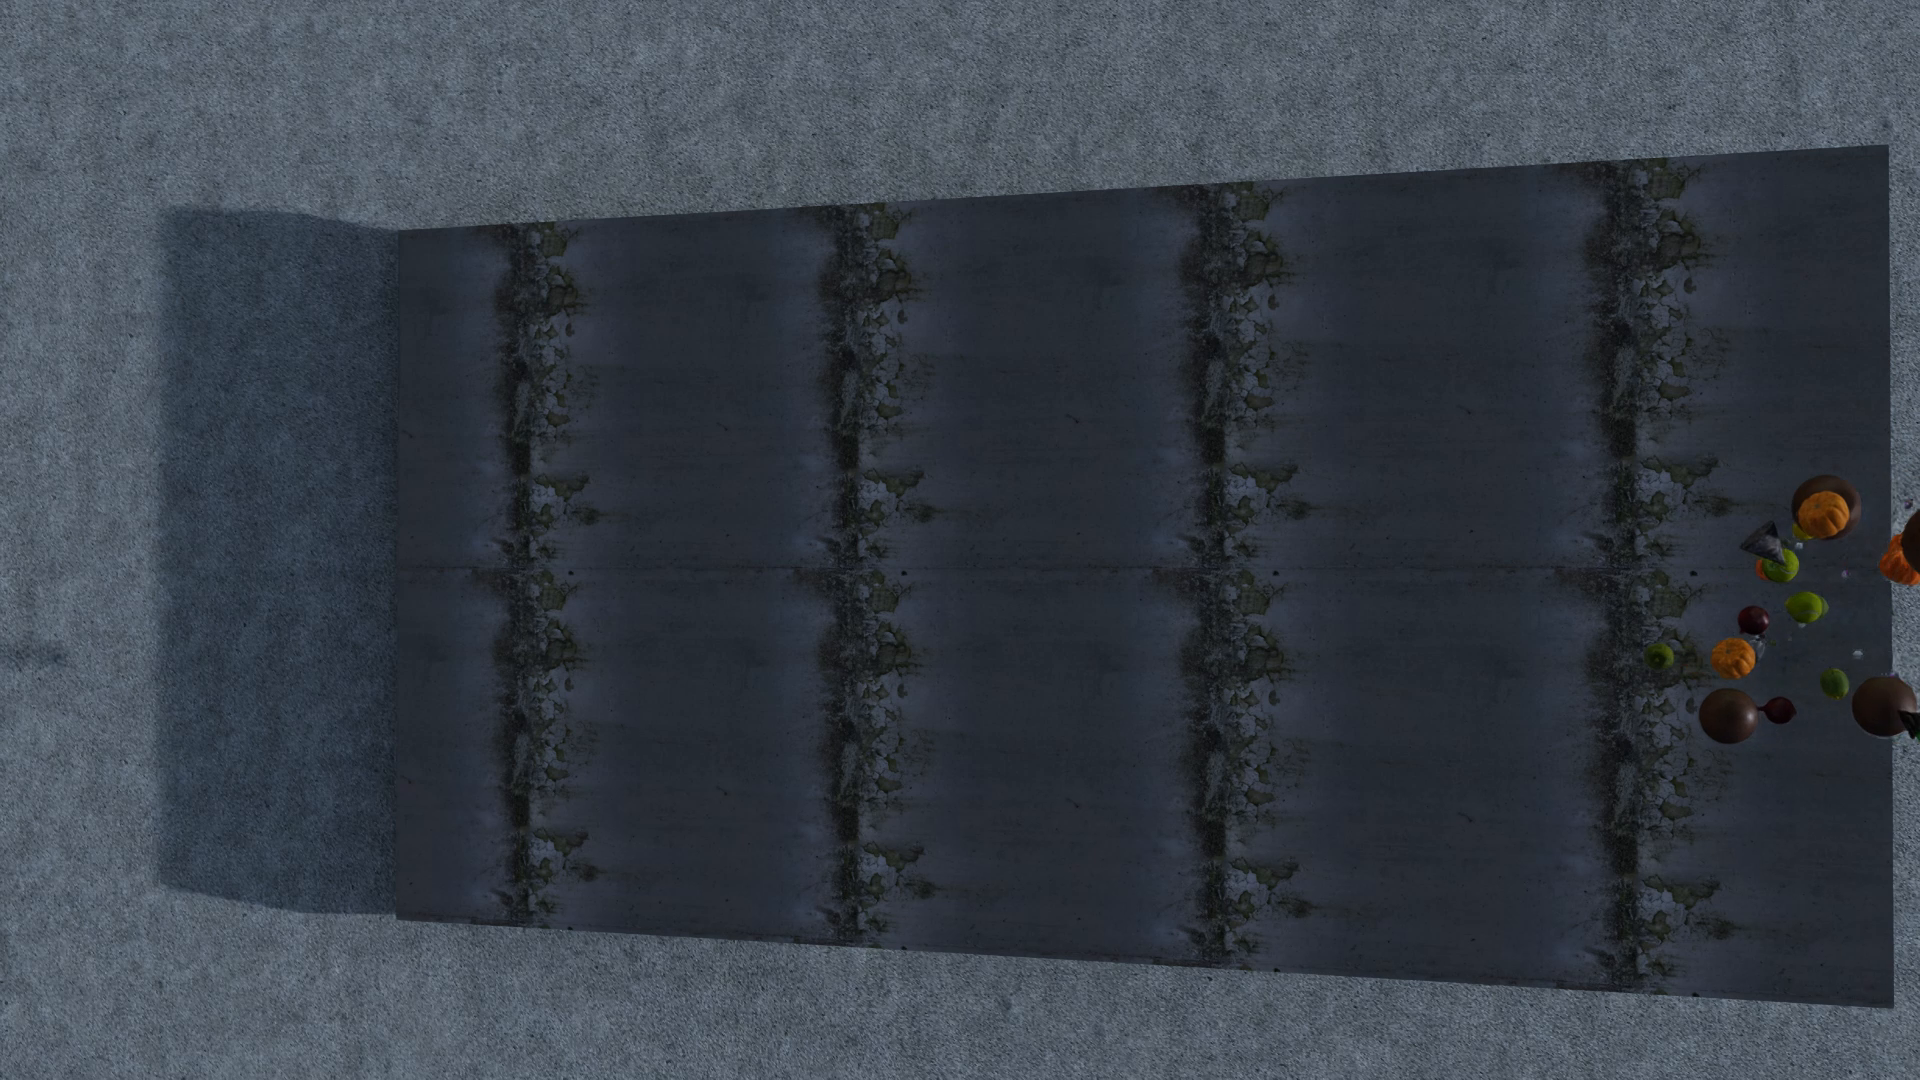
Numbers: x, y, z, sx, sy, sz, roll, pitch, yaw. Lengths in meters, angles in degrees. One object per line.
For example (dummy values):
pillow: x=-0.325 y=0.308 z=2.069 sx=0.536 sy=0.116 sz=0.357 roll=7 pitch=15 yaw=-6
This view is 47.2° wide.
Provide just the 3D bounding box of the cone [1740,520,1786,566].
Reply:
cone: x=1.547 y=0.020 z=4.192 sx=0.082 sy=0.082 sz=0.082 roll=-42 pitch=86 yaw=-1

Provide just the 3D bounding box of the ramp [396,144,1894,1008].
ramp: x=0.278 y=0.091 z=5.780 sx=4.000 sy=0.100 sz=2.000 roll=0 pitch=89 yaw=19

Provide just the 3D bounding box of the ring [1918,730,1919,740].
ring: x=1.761 y=0.336 z=3.952 sx=0.087 sy=0.087 sz=0.029 roll=-40 pitch=87 yaw=-1

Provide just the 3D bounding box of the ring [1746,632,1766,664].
ring: x=1.826 y=0.249 z=5.043 sx=0.026 sy=0.077 sz=0.077 roll=19 pitch=89 yaw=32
